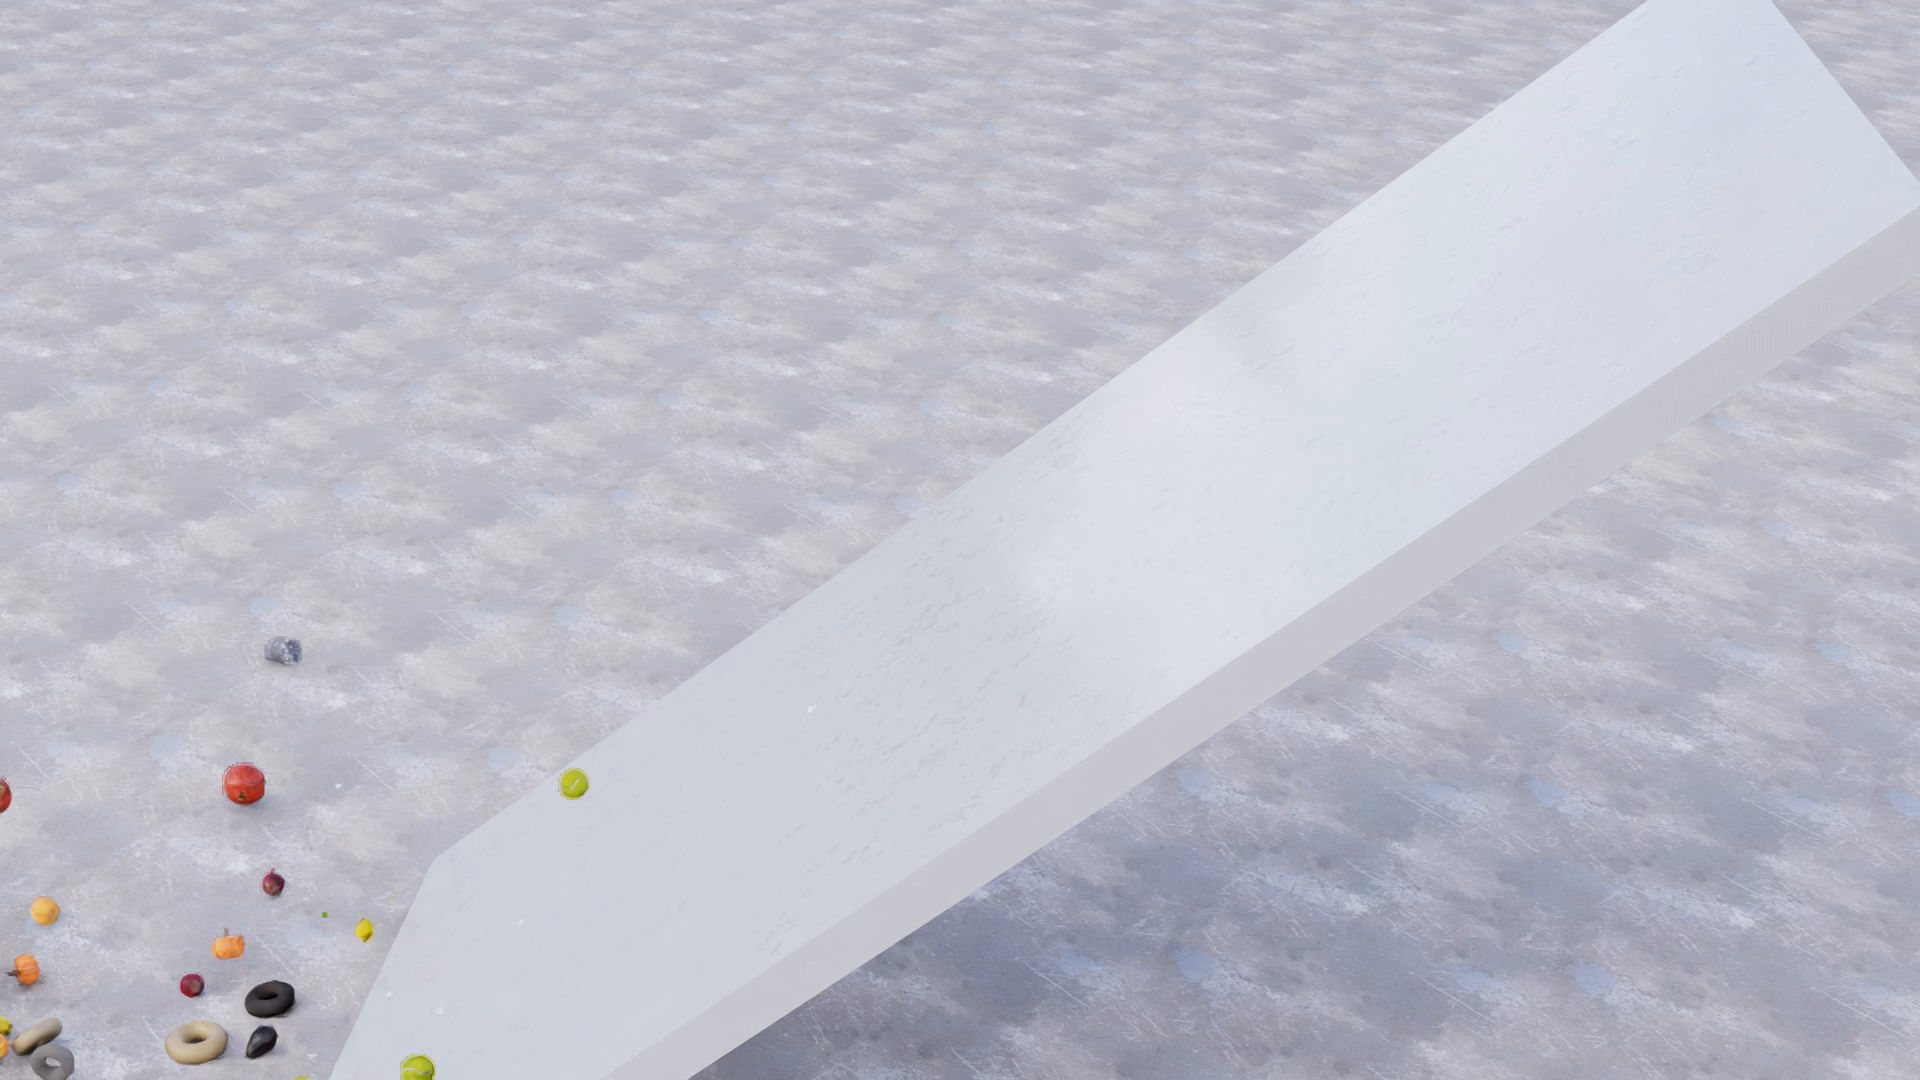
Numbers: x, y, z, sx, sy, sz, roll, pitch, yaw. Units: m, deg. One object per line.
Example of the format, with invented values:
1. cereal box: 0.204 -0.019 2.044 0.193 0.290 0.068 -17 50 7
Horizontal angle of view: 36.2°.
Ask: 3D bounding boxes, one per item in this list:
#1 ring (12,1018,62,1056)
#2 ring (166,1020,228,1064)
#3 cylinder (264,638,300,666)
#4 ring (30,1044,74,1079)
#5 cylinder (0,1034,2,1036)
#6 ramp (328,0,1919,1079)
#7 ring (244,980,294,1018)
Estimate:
1. ring: -2.222 1.196 7.083 0.126 0.126 0.042 -26 78 -46
2. ring: -1.845 1.213 7.109 0.148 0.049 0.148 0 24 0
3. cylinder: -2.093 0.344 9.085 0.079 0.079 0.079 6 22 37
4. ring: -2.151 1.239 6.975 0.104 0.104 0.035 0 28 0
5. cylinder: -2.359 1.184 7.102 0.063 0.063 0.063 -28 32 -18
6. ramp: 0.125 0.182 6.330 4.000 0.100 2.000 -35 16 17
7. ring: -1.710 1.138 7.286 0.125 0.042 0.125 -7 26 3
